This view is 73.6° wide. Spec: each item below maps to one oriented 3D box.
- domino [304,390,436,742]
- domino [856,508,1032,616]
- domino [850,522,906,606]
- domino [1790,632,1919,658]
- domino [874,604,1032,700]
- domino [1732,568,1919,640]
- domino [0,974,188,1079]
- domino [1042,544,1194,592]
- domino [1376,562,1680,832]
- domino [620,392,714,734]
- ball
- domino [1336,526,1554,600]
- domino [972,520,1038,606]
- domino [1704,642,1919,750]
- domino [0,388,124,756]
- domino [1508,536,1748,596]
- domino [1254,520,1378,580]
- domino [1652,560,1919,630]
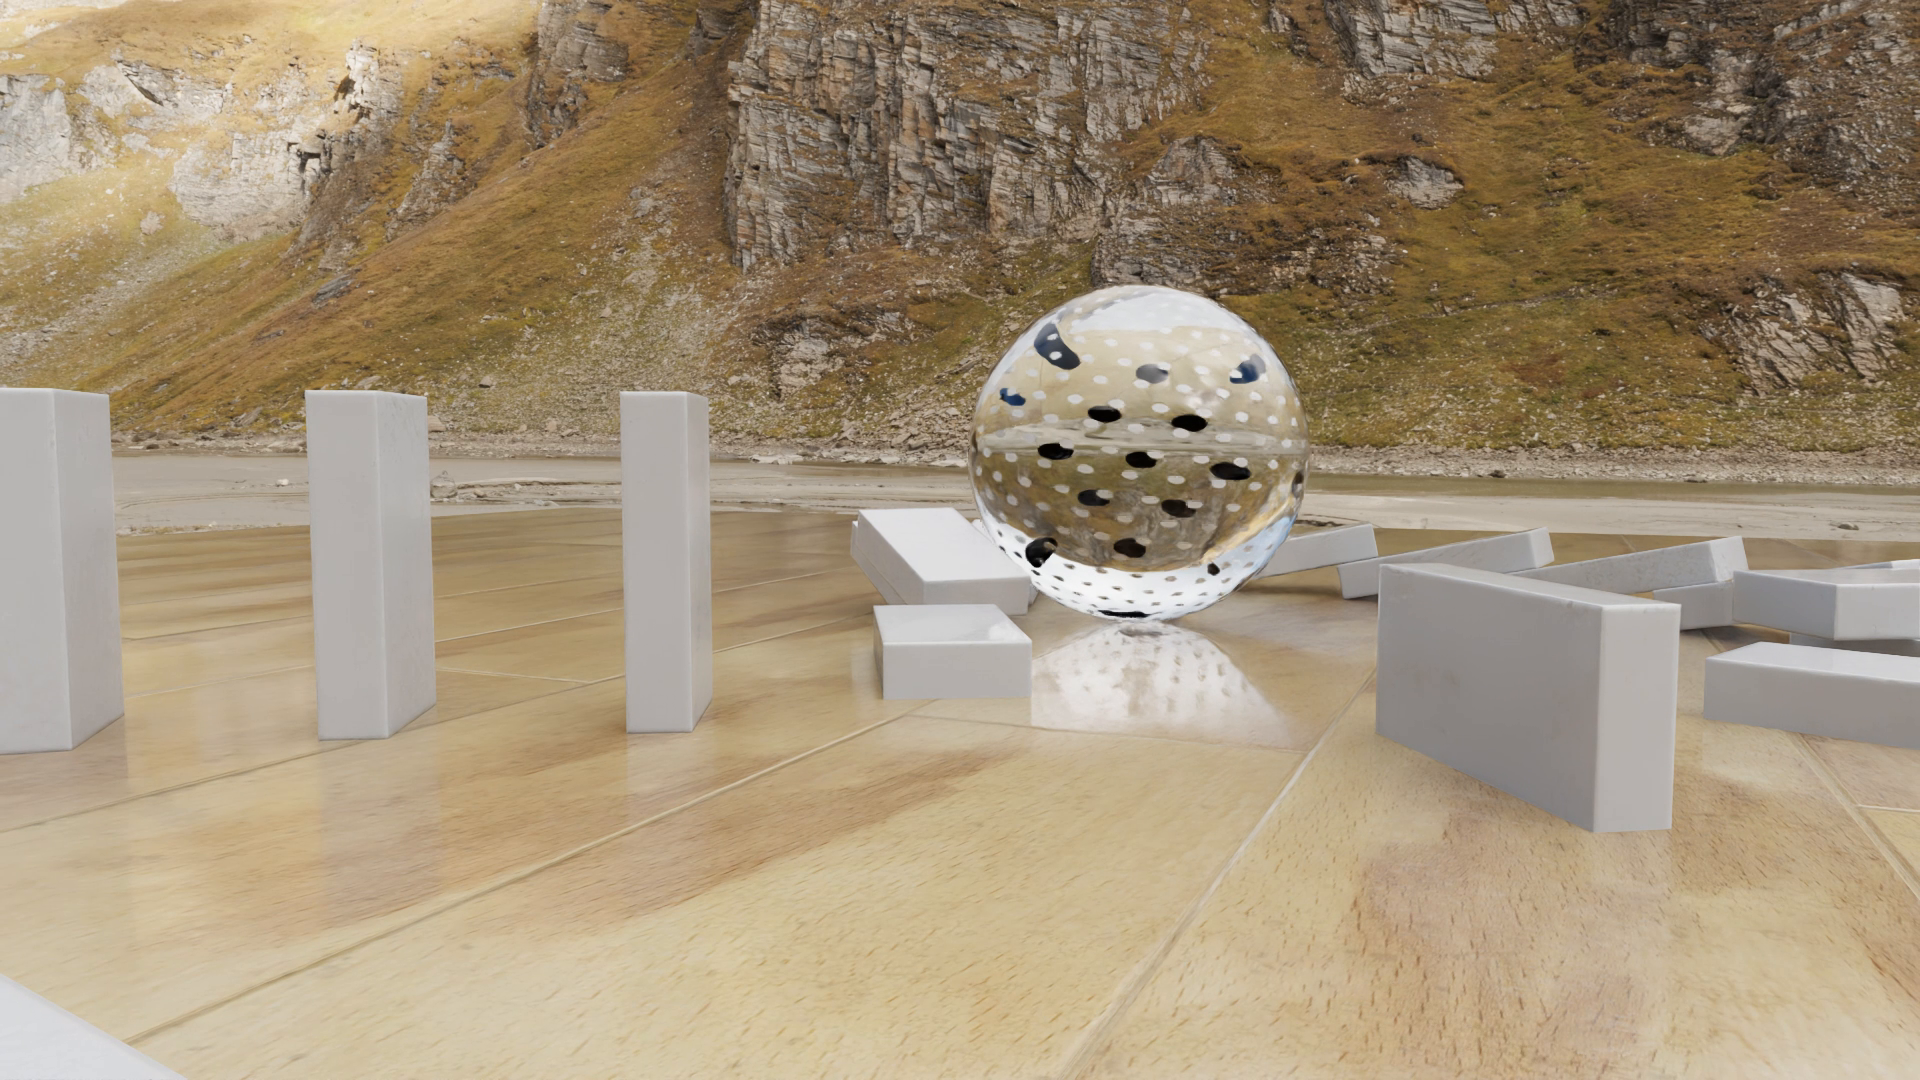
[{"bbox_3d":[-0.089,0.003,0.195,0.009,0.050,0.025,-1,4,-7],"label":"domino"},{"bbox_3d":[-0.005,0.005,0.302,0.025,0.009,0.050,-2,20,-21],"label":"domino"},{"bbox_3d":[-0.009,0.007,0.323,0.025,0.009,0.050,-2,20,-20],"label":"domino"},{"bbox_3d":[0.174,0.021,0.227,0.025,0.010,0.050,0,4,3],"label":"domino"},{"bbox_3d":[-0.003,0.020,0.239,0.025,0.009,0.050,0,4,-6],"label":"domino"},{"bbox_3d":[0.170,0.011,0.230,0.050,0.010,0.025,0,4,-5],"label":"domino"},{"bbox_3d":[-0.063,0.033,0.068,0.050,0.009,0.025,3,5,34],"label":"domino"},{"bbox_3d":[0.048,0.008,0.395,0.025,0.009,0.050,4,6,41],"label":"domino"},{"bbox_3d":[0.070,0.018,0.165,0.009,0.025,0.050,-1,4,-9],"label":"domino"},{"bbox_3d":[-0.045,0.003,0.199,0.009,0.050,0.025,0,4,-4],"label":"domino"},{"bbox_3d":[0.042,-0.020,0.305,0.080,0.080,0.080,0,4,0],"label":"ball"},{"bbox_3d":[0.131,0.006,0.347,0.050,0.010,0.025,-13,-4,34],"label":"domino"},{"bbox_3d":[0.012,0.005,0.362,0.025,0.009,0.050,1,17,12],"label":"domino"},{"bbox_3d":[0.141,0.024,0.188,0.025,0.009,0.050,-4,6,-41],"label":"domino"},{"bbox_3d":[-0.132,0.004,0.186,0.009,0.050,0.025,-1,5,-19],"label":"domino"},{"bbox_3d":[0.161,0.009,0.315,0.025,0.010,0.050,-4,-7,-44],"label":"domino"},{"bbox_3d":[0.095,0.004,0.374,0.050,0.009,0.025,-12,0,16],"label":"domino"},{"bbox_3d":[0.180,0.012,0.274,0.025,0.009,0.050,-2,-7,-27],"label":"domino"}]
